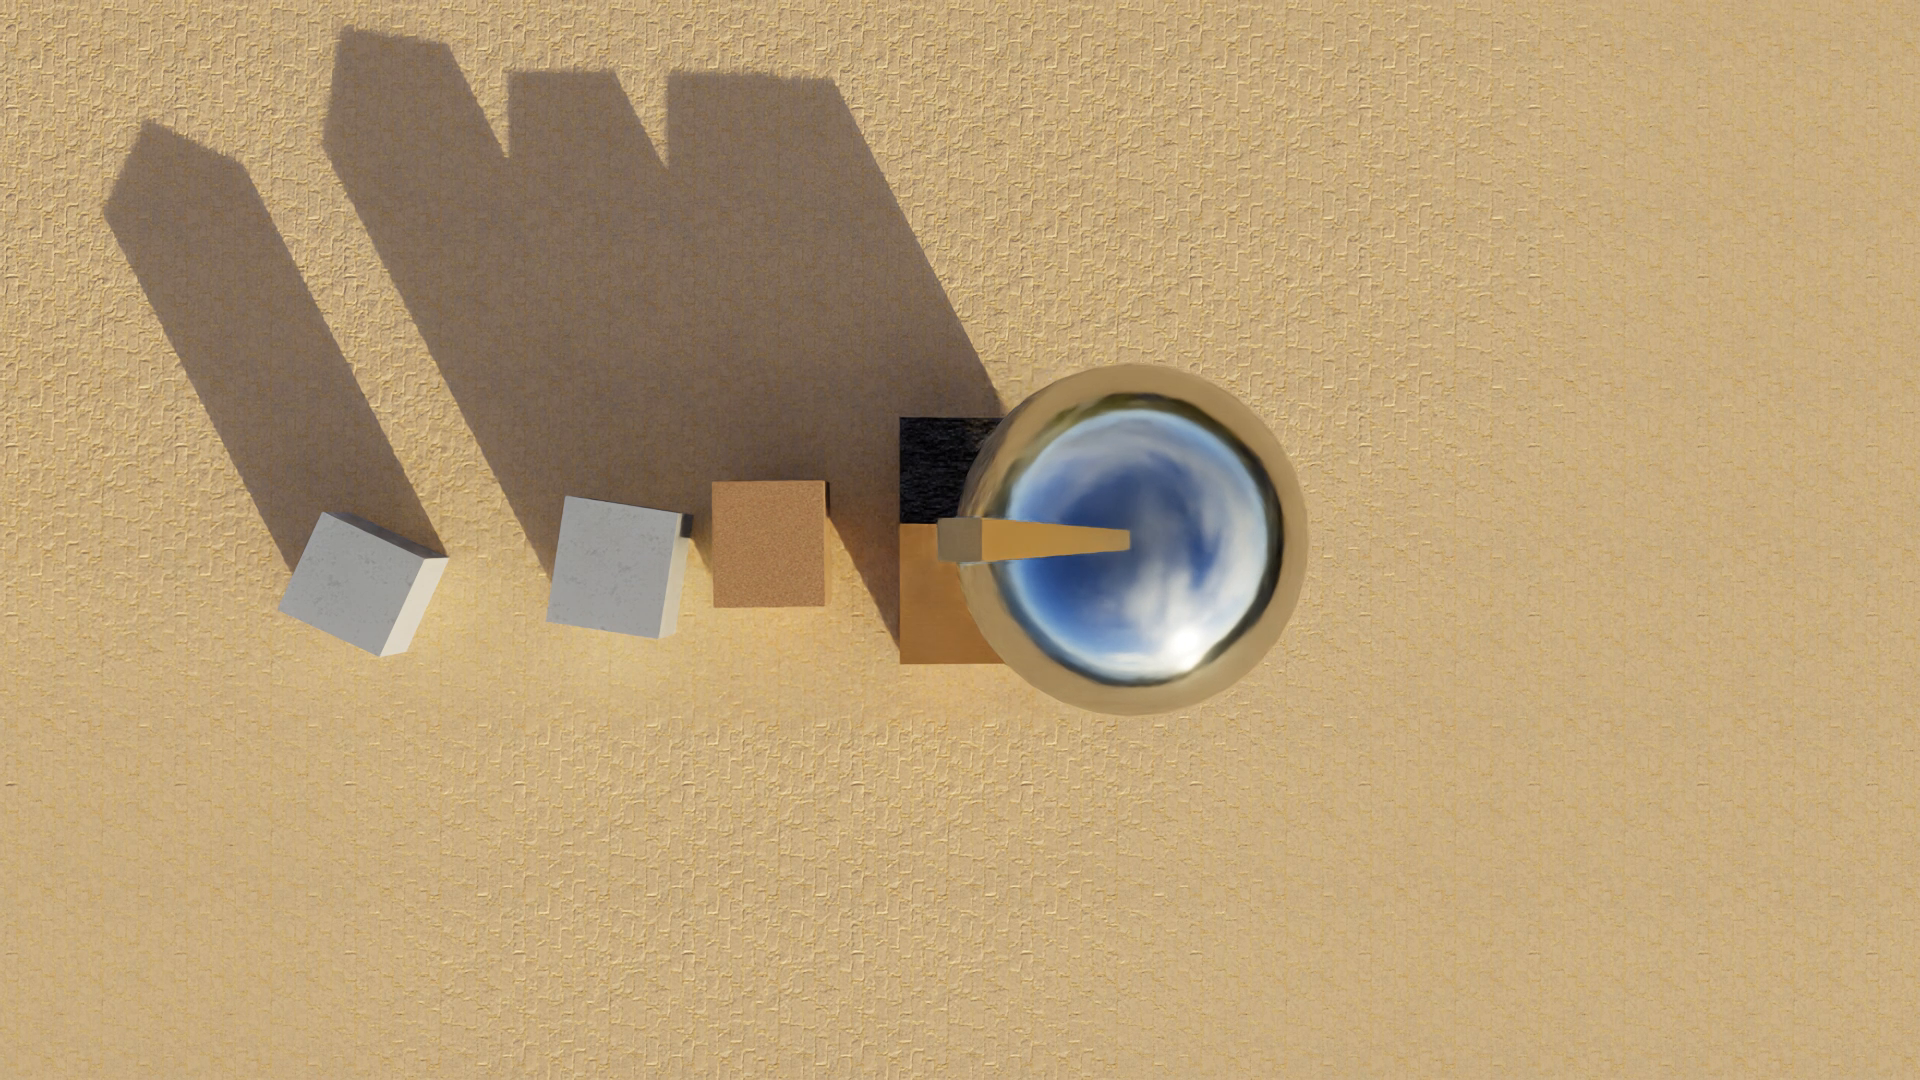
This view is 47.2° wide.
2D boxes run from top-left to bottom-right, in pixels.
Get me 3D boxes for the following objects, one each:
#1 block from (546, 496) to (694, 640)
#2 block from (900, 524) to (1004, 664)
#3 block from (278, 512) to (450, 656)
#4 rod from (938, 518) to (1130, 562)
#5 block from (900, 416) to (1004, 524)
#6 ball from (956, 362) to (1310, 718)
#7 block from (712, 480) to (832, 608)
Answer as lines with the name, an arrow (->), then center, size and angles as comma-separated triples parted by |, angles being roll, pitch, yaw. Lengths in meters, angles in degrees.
block -> -1.943, 0.153, 12.640 | 0.638, 0.720, 0.714 | 9, 90, 0
block -> -0.013, 0.304, 12.654 | 0.650, 0.691, 0.788 | 0, 90, 0
block -> -3.434, 0.250, 12.699 | 0.637, 0.602, 0.610 | 25, 90, 0
rod -> 0.335, 0.000, 6.580 | 0.080, 5.200, 0.080 | 0, 90, 7
block -> -0.016, -0.399, 12.738 | 0.656, 0.525, 0.600 | 0, 90, 0
ball -> 0.772, 0.000, 9.951 | 1.600, 1.600, 1.600 | 0, 90, 0
block -> -1.078, 0.023, 12.684 | 0.627, 0.631, 0.711 | -1, 90, 0
